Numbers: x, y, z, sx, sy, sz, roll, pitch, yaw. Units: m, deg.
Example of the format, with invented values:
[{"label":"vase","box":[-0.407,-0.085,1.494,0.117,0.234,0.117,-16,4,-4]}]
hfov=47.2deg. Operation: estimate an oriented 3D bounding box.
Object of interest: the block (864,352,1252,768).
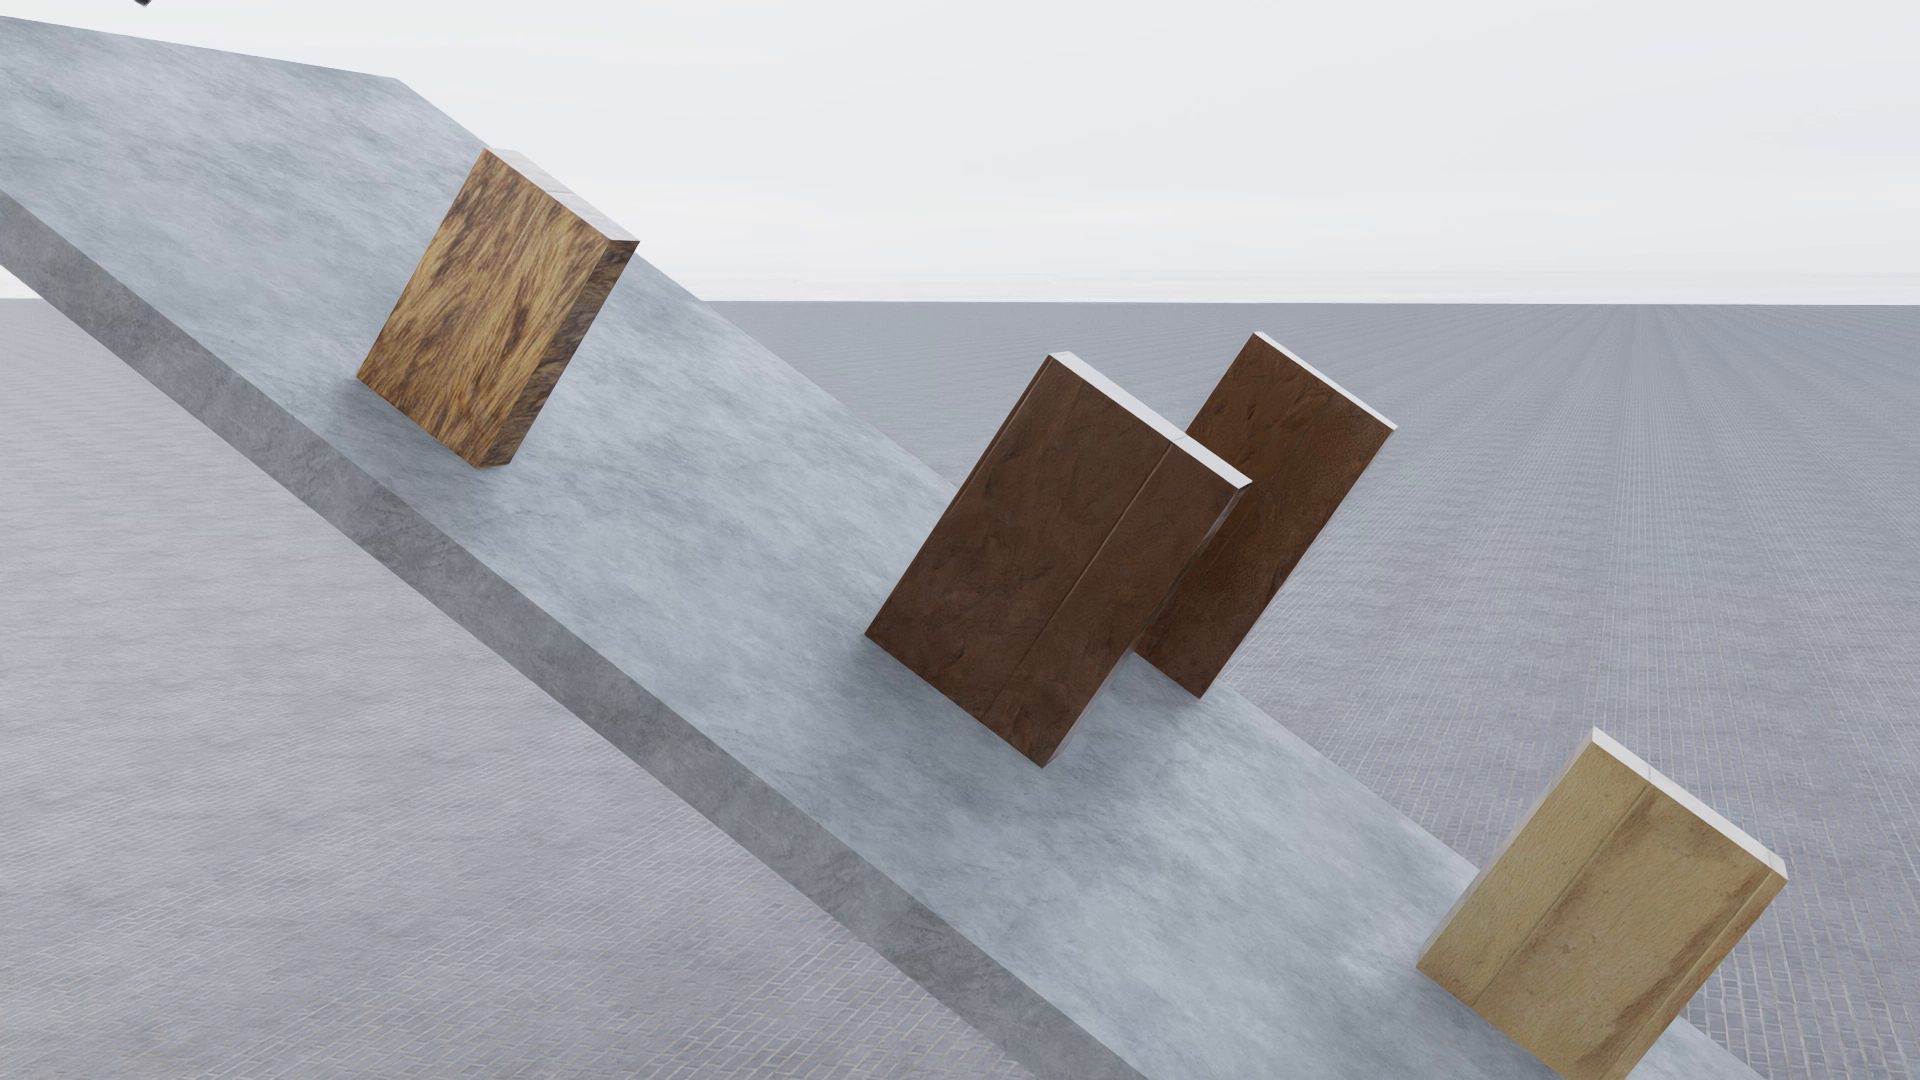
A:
[{"label":"block","box":[0.167,0.033,3.818,0.392,0.597,0.141,36,15,10]}]

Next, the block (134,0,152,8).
[{"label":"block","box":[-1.491,-1.059,3.983,0.110,0.110,0.110,26,-32,-31]}]

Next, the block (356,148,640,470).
[{"label":"block","box":[-0.739,-0.368,3.511,0.258,0.435,0.106,36,15,10]}]

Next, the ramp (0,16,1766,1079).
[{"label":"ramp","box":[-0.112,0.192,4.092,4.000,0.100,2.000,36,15,10]}]

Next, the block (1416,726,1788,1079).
[{"label":"block","box":[1.154,0.677,3.980,0.404,0.530,0.142,36,15,10]}]

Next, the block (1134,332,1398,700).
[{"label":"block","box":[0.578,-0.051,4.702,0.353,0.708,0.103,36,15,10]}]
